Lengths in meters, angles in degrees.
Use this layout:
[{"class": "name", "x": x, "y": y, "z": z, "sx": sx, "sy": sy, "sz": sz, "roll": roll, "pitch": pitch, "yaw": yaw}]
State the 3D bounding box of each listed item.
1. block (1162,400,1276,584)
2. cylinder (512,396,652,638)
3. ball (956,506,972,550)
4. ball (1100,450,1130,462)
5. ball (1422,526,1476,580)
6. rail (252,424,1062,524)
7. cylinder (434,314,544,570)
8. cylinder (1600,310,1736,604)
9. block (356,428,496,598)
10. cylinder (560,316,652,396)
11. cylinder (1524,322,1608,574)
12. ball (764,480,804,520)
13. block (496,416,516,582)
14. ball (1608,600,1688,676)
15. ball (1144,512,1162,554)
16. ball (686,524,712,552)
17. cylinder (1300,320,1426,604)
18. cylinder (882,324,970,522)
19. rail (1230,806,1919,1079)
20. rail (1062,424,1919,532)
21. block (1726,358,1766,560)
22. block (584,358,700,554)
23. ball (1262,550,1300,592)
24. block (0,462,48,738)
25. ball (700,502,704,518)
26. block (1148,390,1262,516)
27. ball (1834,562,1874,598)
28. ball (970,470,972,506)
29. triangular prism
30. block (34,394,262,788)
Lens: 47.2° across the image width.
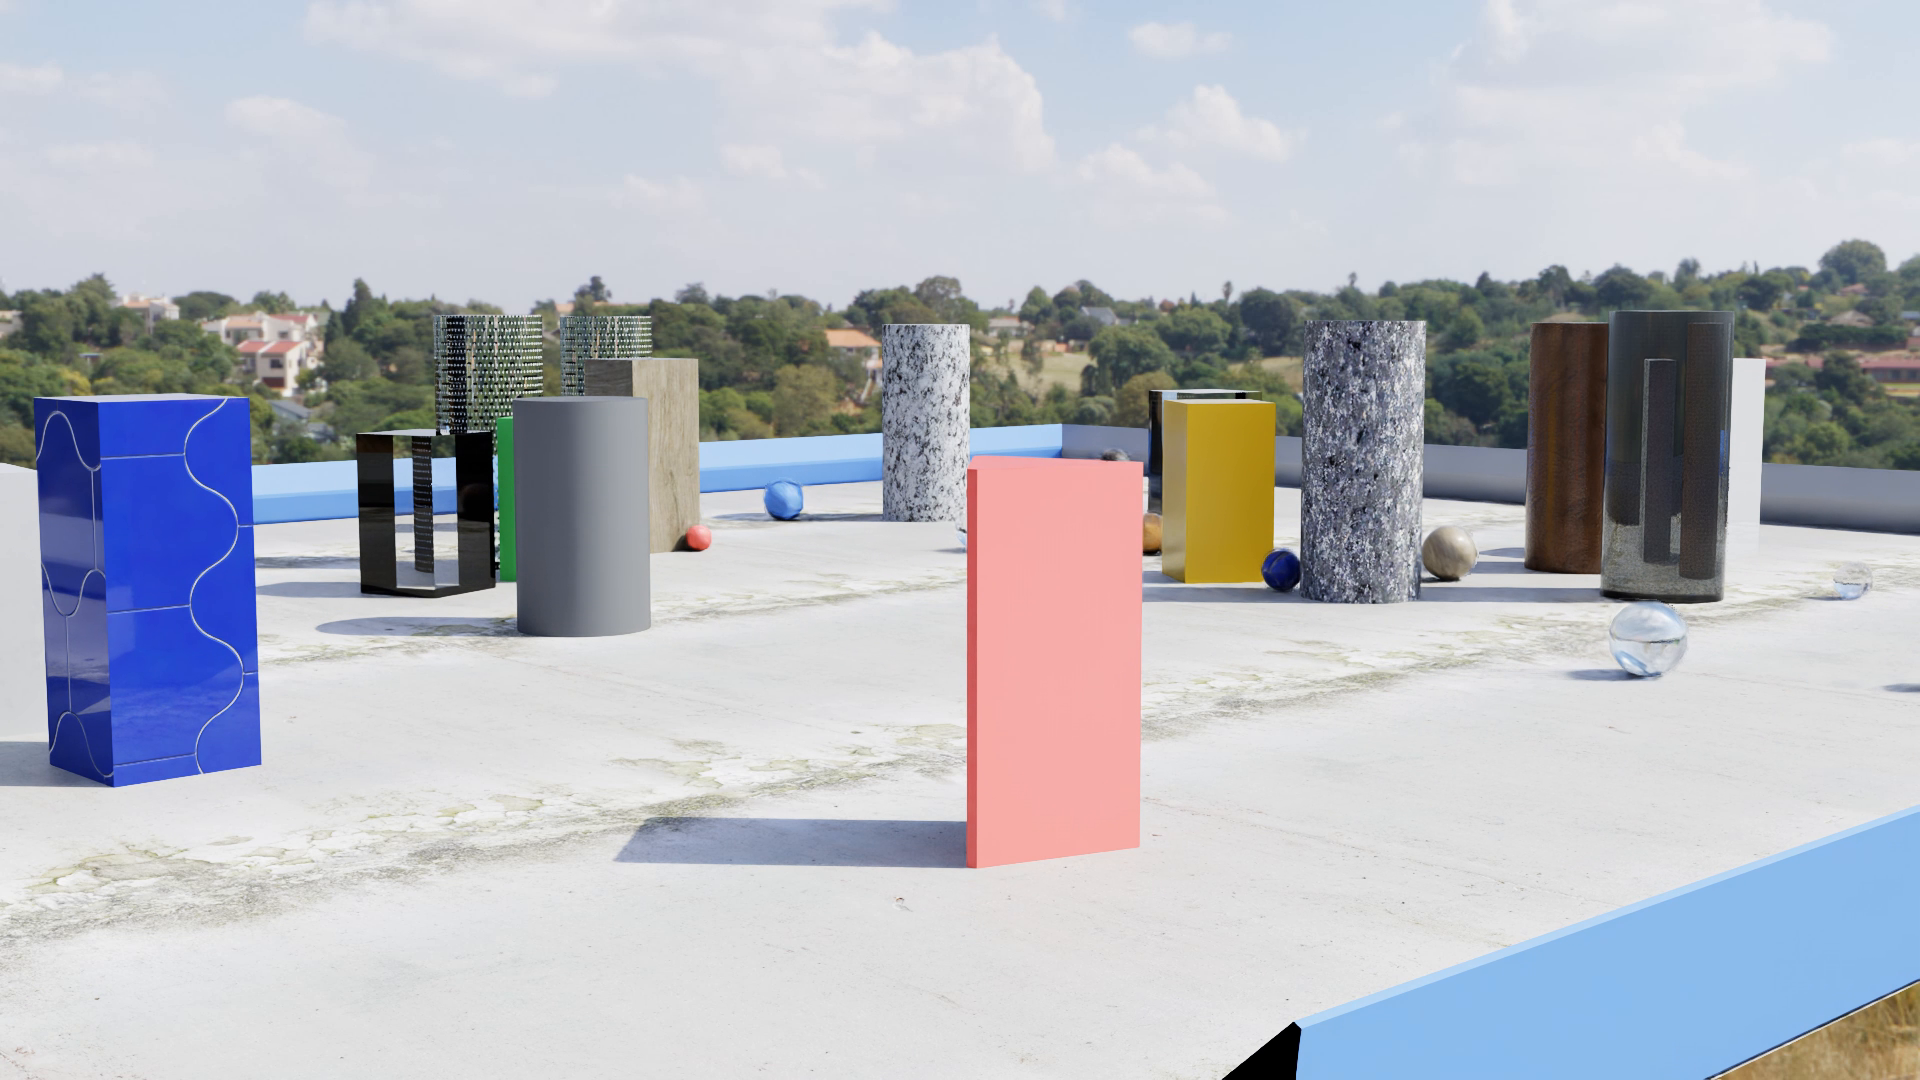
[{"class": "block", "x": 0.422, "y": -0.082, "z": 3.599, "sx": 0.146, "sy": 0.289, "sz": 0.146, "roll": -1, "pitch": 6, "yaw": -10}, {"class": "cylinder", "x": -0.521, "y": -0.036, "z": 3.034, "sx": 0.183, "sy": 0.317, "sz": 0.183, "roll": 0, "pitch": 6, "yaw": 0}, {"class": "ball", "x": 0.033, "y": -0.021, "z": 4.005, "sx": 0.082, "sy": 0.082, "sz": 0.082, "roll": 0, "pitch": 6, "yaw": 0}, {"class": "ball", "x": 0.389, "y": -0.186, "z": 5.544, "sx": 0.084, "sy": 0.084, "sz": 0.084, "roll": 0, "pitch": 6, "yaw": 0}, {"class": "ball", "x": 0.795, "y": 0.021, "z": 3.576, "sx": 0.088, "sy": 0.088, "sz": 0.088, "roll": 0, "pitch": 6, "yaw": 0}, {"class": "rail", "x": -1.221, "y": -0.109, "z": 4.649, "sx": 4.131, "sy": 0.119, "sz": 0.045, "roll": -6, "pitch": 8, "yaw": -42}, {"class": "cylinder", "x": -0.807, "y": -0.172, "z": 3.782, "sx": 0.183, "sy": 0.428, "sz": 0.183, "roll": 0, "pitch": 6, "yaw": 0}, {"class": "cylinder", "x": 1.080, "y": -0.131, "z": 3.362, "sx": 0.183, "sy": 0.436, "sz": 0.183, "roll": 0, "pitch": 6, "yaw": 0}, {"class": "block", "x": -0.833, "y": -0.044, "z": 3.436, "sx": 0.146, "sy": 0.248, "sz": 0.146, "roll": 3, "pitch": 7, "yaw": 26}, {"class": "cylinder", "x": -0.709, "y": -0.237, "z": 4.424, "sx": 0.183, "sy": 0.423, "sz": 0.183, "roll": 0, "pitch": 6, "yaw": 0}, {"class": "cylinder", "x": 1.054, "y": -0.159, "z": 3.721, "sx": 0.183, "sy": 0.416, "sz": 0.183, "roll": 0, "pitch": 6, "yaw": 0}, {"class": "ball", "x": -0.365, "y": -0.082, "z": 4.571, "sx": 0.084, "sy": 0.084, "sz": 0.084, "roll": 0, "pitch": 6, "yaw": 0}, {"class": "block", "x": -0.657, "y": -0.071, "z": 3.608, "sx": 0.146, "sy": 0.264, "sz": 0.146, "roll": 2, "pitch": 6, "yaw": 14}, {"class": "ball", "x": 0.828, "y": 0.119, "z": 2.647, "sx": 0.091, "sy": 0.091, "sz": 0.091, "roll": 0, "pitch": 6, "yaw": 0}, {"class": "ball", "x": 0.340, "y": -0.012, "z": 3.950, "sx": 0.075, "sy": 0.075, "sz": 0.075, "roll": 0, "pitch": 6, "yaw": 0}, {"class": "ball", "x": -0.476, "y": -0.004, "z": 4.003, "sx": 0.048, "sy": 0.048, "sz": 0.048, "roll": 0, "pitch": 6, "yaw": 0}, {"class": "cylinder", "x": 0.615, "y": -0.123, "z": 3.362, "sx": 0.183, "sy": 0.422, "sz": 0.183, "roll": 0, "pitch": 6, "yaw": 0}, {"class": "cylinder", "x": -0.071, "y": -0.248, "z": 4.605, "sx": 0.183, "sy": 0.405, "sz": 0.183, "roll": 0, "pitch": 6, "yaw": 0}, {"class": "rail", "x": 1.221, "y": 0.171, "z": 2.016, "sx": 4.131, "sy": 0.119, "sz": 0.045, "roll": -6, "pitch": 8, "yaw": -42}, {"class": "rail", "x": 1.501, "y": -0.116, "z": 4.709, "sx": 0.045, "sy": 0.119, "sz": 3.649, "roll": -6, "pitch": 8, "yaw": -42}, {"class": "block", "x": 1.328, "y": -0.148, "z": 3.927, "sx": 0.146, "sy": 0.350, "sz": 0.146, "roll": -6, "pitch": 8, "yaw": -44}, {"class": "block", "x": -0.580, "y": -0.157, "z": 4.020, "sx": 0.146, "sy": 0.348, "sz": 0.146, "roll": -6, "pitch": 9, "yaw": -44}, {"class": "ball", "x": 0.505, "y": 0.048, "z": 3.441, "sx": 0.064, "sy": 0.064, "sz": 0.064, "roll": 0, "pitch": 6, "yaw": 0}, {"class": "block", "x": -1.056, "y": 0.063, "z": 2.307, "sx": 0.146, "sy": 0.274, "sz": 0.146, "roll": -4, "pitch": 8, "yaw": -36}, {"class": "ball", "x": -0.552, "y": -0.060, "z": 4.494, "sx": 0.056, "sy": 0.056, "sz": 0.056, "roll": 0, "pitch": 6, "yaw": 0}, {"class": "block", "x": 0.444, "y": -0.125, "z": 4.000, "sx": 0.146, "sy": 0.290, "sz": 0.146, "roll": -3, "pitch": 7, "yaw": -29}, {"class": "ball", "x": 1.360, "y": 0.062, "z": 3.349, "sx": 0.056, "sy": 0.056, "sz": 0.056, "roll": 0, "pitch": 6, "yaw": 0}, {"class": "ball", "x": 0.017, "y": -0.116, "z": 4.883, "sx": 0.084, "sy": 0.084, "sz": 0.084, "roll": 0, "pitch": 6, "yaw": 0}, {"class": "triangular prism", "x": 0.047, "y": 0.092, "z": 1.827, "sx": 0.158, "sy": 0.318, "sz": 0.137, "roll": -3, "pitch": 7, "yaw": -27}, {"class": "block", "x": -0.783, "y": 0.041, "z": 2.122, "sx": 0.146, "sy": 0.357, "sz": 0.146, "roll": -6, "pitch": 8, "yaw": -44}]
